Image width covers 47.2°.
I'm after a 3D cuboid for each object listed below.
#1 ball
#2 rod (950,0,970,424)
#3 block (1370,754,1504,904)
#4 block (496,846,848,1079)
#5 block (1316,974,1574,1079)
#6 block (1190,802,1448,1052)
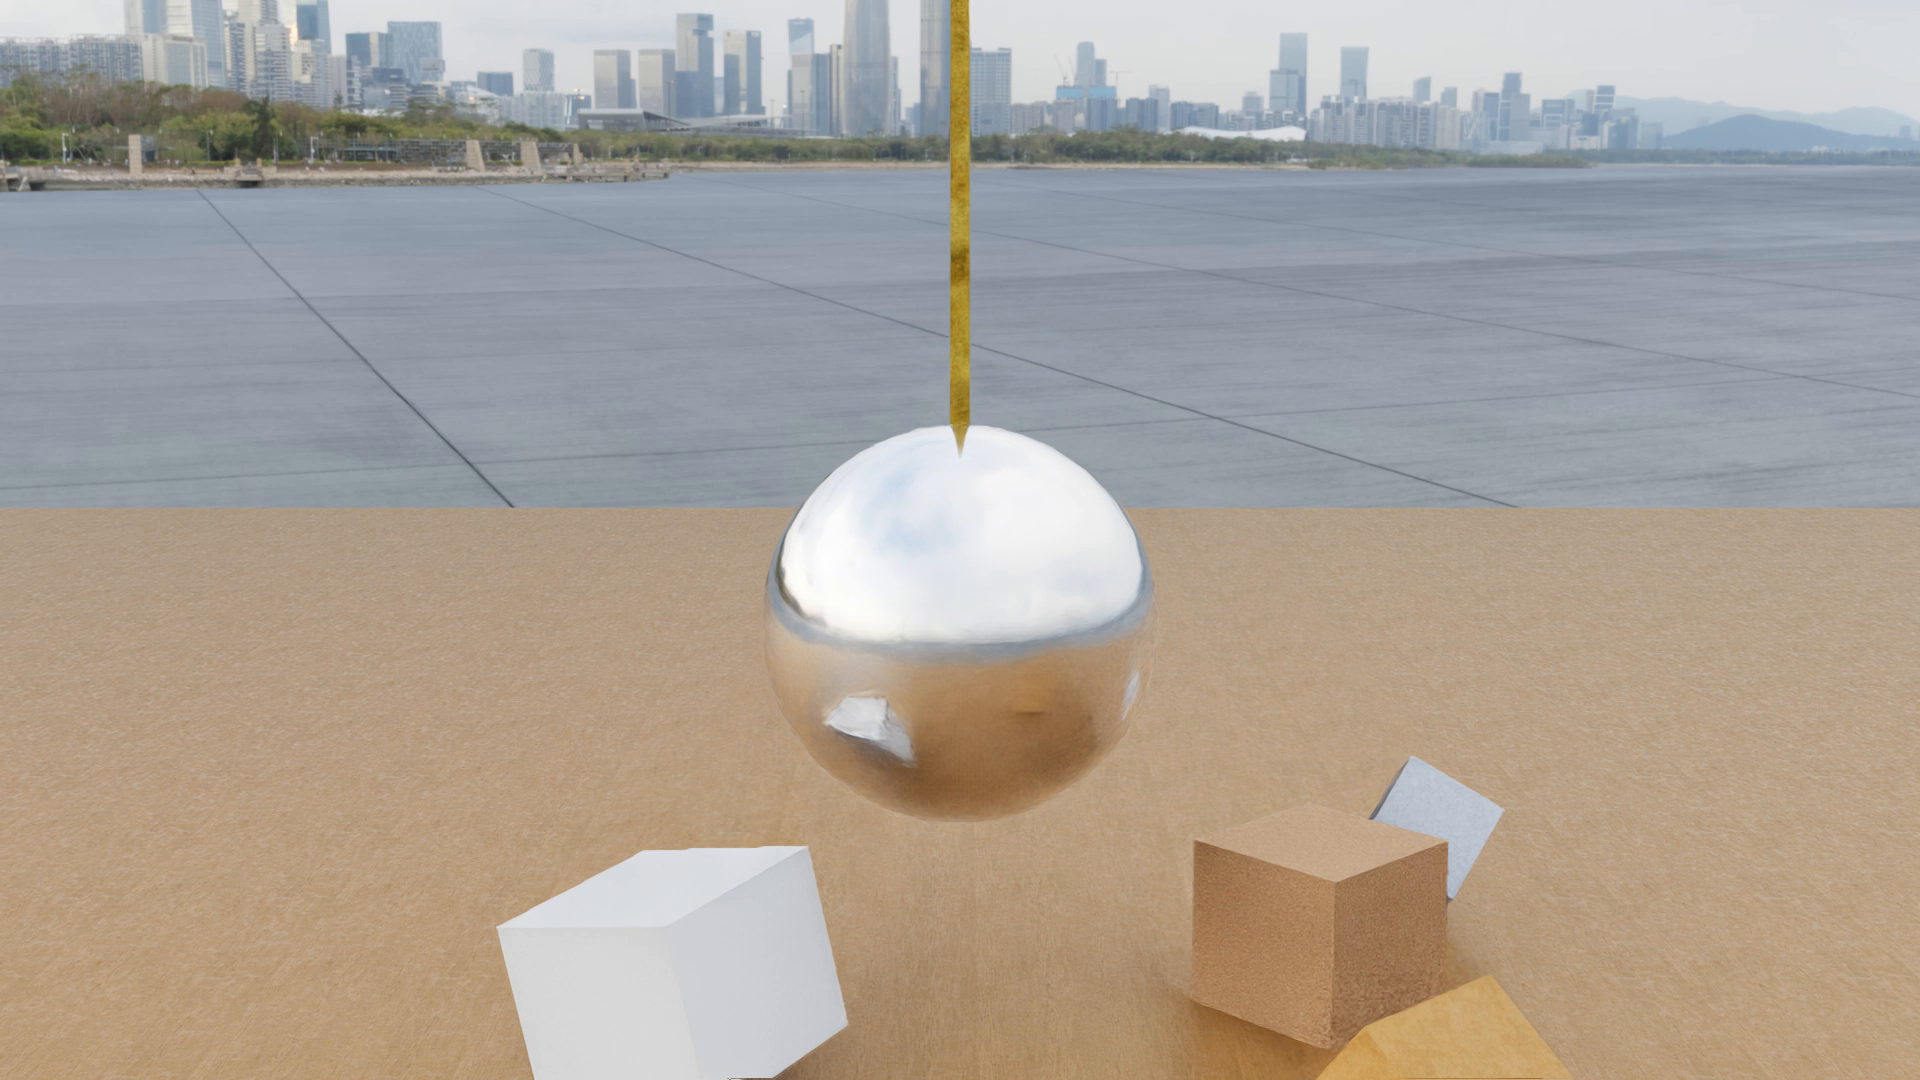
[{"bbox_3d":[0.000,0.334,8.842,1.600,1.600,1.600,0,10,0],"label":"ball"},{"bbox_3d":[0.000,-2.980,9.599,0.080,5.200,0.080,0,-13,0],"label":"rod"},{"bbox_3d":[2.105,1.337,9.987,0.465,0.468,0.498,31,-13,10],"label":"block"},{"bbox_3d":[-1.050,1.614,8.126,0.824,0.708,0.823,-7,9,34],"label":"block"},{"bbox_3d":[1.511,1.863,7.079,0.661,0.610,0.521,-9,51,-41],"label":"block"},{"bbox_3d":[1.473,1.564,9.027,0.749,0.692,0.716,-9,14,-42],"label":"block"}]
